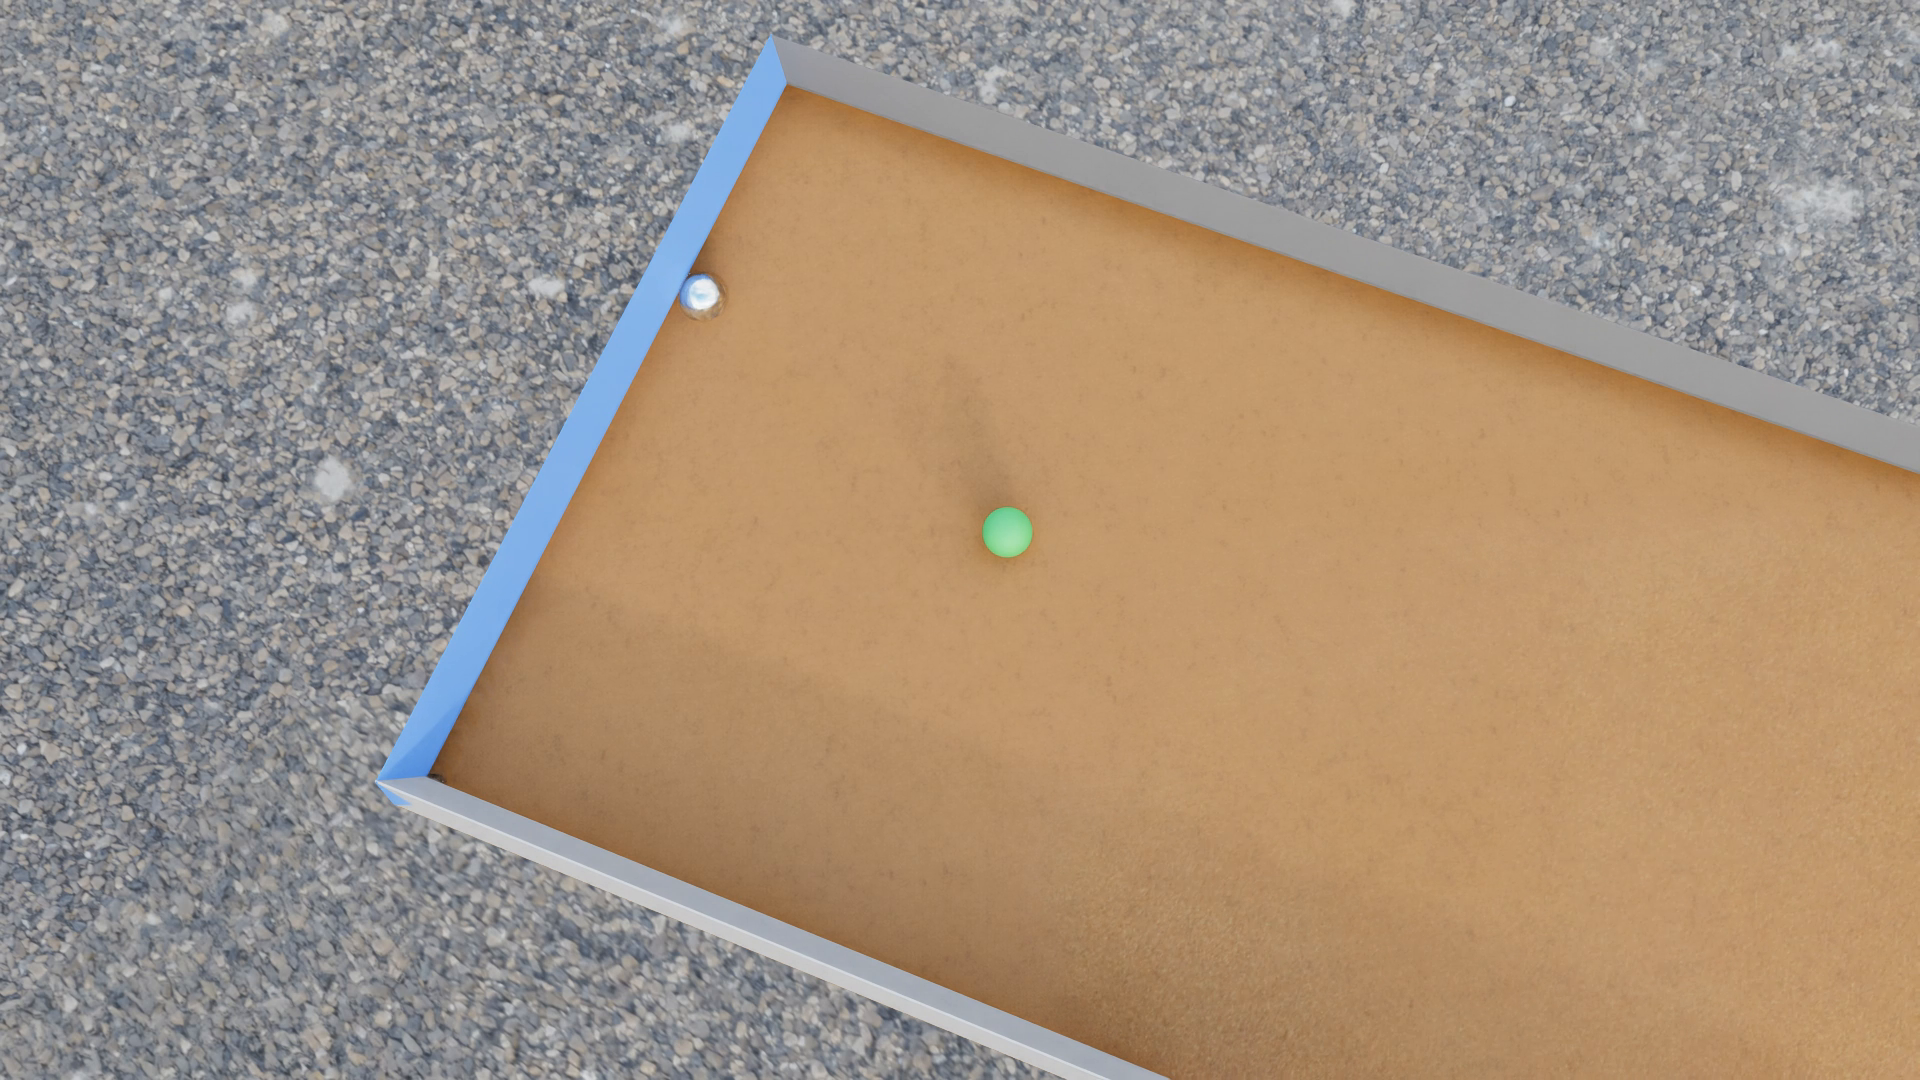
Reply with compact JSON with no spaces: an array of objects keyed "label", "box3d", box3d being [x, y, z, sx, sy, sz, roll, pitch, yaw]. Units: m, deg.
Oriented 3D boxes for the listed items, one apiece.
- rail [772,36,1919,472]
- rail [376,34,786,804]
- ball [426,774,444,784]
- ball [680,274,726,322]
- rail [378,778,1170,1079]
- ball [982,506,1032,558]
[{"label":"rail","box3d":[0.861,-0.384,3.650,2.583,0.118,0.045,20,68,8]},{"label":"rail","box3d":[-0.577,-0.226,3.582,0.045,0.118,1.446,20,68,8]},{"label":"ball","box3d":[-0.809,0.378,3.369,0.040,0.040,0.040,0,67,0]},{"label":"ball","box3d":[-0.431,-0.406,3.681,0.079,0.079,0.079,0,67,0]},{"label":"rail","box3d":[0.336,0.809,3.142,2.583,0.118,0.045,20,68,8]},{"label":"ball","box3d":[0.076,-0.012,3.514,0.081,0.081,0.081,0,67,0]}]
